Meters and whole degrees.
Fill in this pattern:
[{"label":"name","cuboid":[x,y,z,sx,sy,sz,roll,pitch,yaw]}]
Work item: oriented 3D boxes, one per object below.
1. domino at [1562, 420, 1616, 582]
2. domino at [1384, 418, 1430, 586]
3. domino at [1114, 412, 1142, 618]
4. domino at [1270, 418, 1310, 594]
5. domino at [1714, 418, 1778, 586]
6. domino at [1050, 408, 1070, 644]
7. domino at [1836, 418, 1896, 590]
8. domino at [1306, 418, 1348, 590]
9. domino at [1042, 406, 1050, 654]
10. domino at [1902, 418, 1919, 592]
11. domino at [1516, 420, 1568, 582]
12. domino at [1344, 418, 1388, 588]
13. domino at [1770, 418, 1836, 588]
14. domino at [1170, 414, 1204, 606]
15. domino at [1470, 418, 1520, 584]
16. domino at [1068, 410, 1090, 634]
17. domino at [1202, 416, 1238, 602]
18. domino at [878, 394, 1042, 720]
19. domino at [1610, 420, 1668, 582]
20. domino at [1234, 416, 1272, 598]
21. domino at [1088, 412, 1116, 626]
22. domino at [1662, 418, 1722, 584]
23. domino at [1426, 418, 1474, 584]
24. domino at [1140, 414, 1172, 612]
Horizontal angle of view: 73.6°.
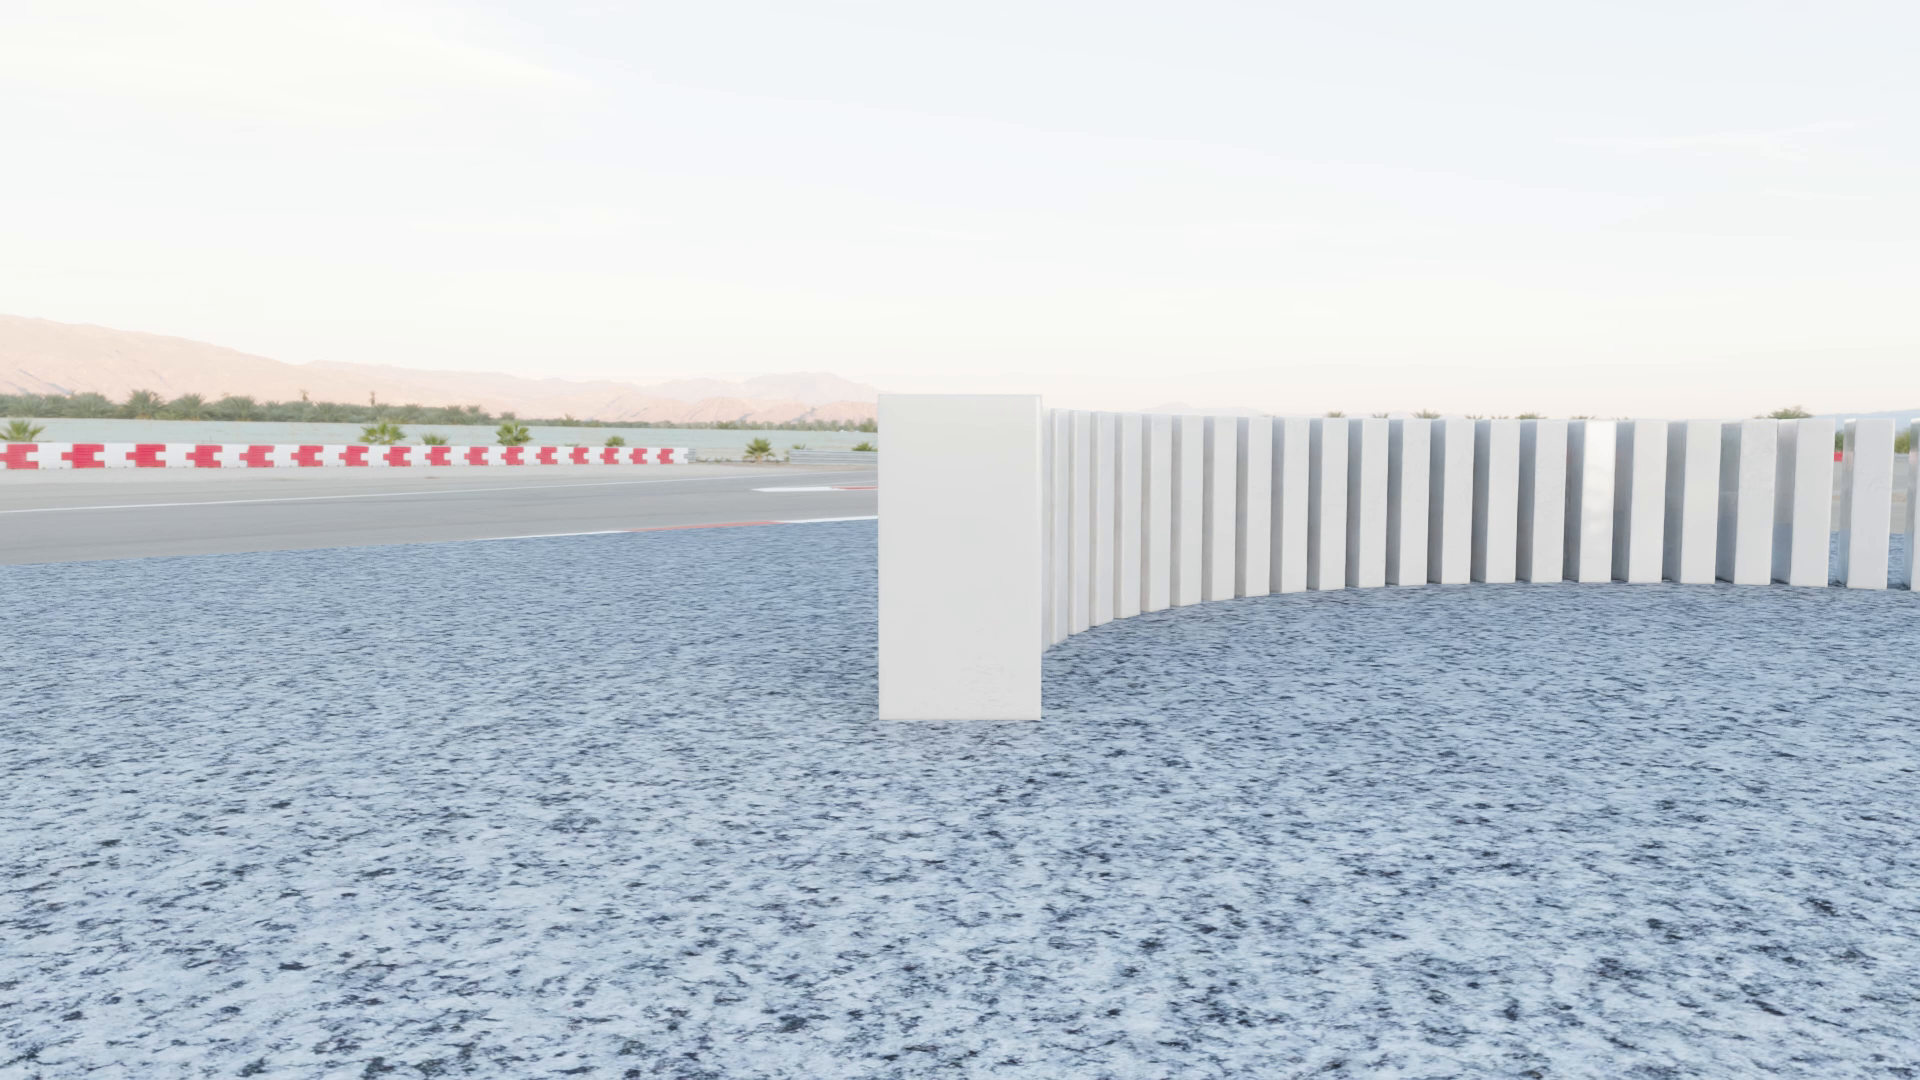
[{"label":"domino","cuboid":[0.196,-0.013,0.405,0.009,0.050,0.025,0,4,2]},{"label":"domino","cuboid":[0.133,-0.012,0.396,0.009,0.050,0.025,-1,4,-17]},{"label":"domino","cuboid":[0.032,-0.007,0.322,0.025,0.050,0.009,3,5,34]},{"label":"domino","cuboid":[0.089,-0.011,0.376,0.010,0.050,0.025,-3,5,-32]},{"label":"domino","cuboid":[0.243,-0.012,0.398,0.010,0.050,0.025,1,4,16]},{"label":"domino","cuboid":[0.010,-0.003,0.279,0.025,0.050,0.009,2,5,20]},{"label":"domino","cuboid":[0.272,-0.011,0.386,0.009,0.050,0.025,2,5,28]},{"label":"domino","cuboid":[0.103,-0.011,0.384,0.010,0.050,0.025,-2,5,-27]},{"label":"domino","cuboid":[0.005,-0.002,0.264,0.025,0.050,0.010,1,4,15]},{"label":"domino","cuboid":[0.286,-0.011,0.378,0.010,0.050,0.025,3,5,31]},{"label":"domino","cuboid":[0.180,-0.013,0.405,0.010,0.050,0.025,0,4,-3]},{"label":"domino","cuboid":[0.118,-0.012,0.391,0.010,0.050,0.025,-2,5,-22]},{"label":"domino","cuboid":[0.258,-0.012,0.393,0.009,0.050,0.025,2,5,21]},{"label":"domino","cuboid":[0.052,-0.008,0.346,0.025,0.050,0.009,4,6,44]},{"label":"domino","cuboid":[0.164,-0.013,0.403,0.009,0.050,0.025,-1,4,-8]},{"label":"domino","cuboid":[0.016,-0.004,0.294,0.025,0.050,0.009,2,5,25]},{"label":"domino","cuboid":[0.064,-0.009,0.357,0.010,0.050,0.025,-4,6,-41]},{"label":"domino","cuboid":[0.000,0.002,0.201,0.025,0.050,0.010,0,4,0]},{"label":"domino","cuboid":[0.212,-0.013,0.404,0.010,0.050,0.025,0,4,6]},{"label":"domino","cuboid":[0.076,-0.010,0.367,0.009,0.050,0.025,-3,5,-36]},{"label":"domino","cuboid":[0.024,-0.006,0.308,0.025,0.050,0.009,2,5,29]},{"label":"domino","cuboid":[0.227,-0.013,0.402,0.009,0.050,0.025,1,4,11]},{"label":"domino","cuboid":[0.148,-0.012,0.400,0.010,0.050,0.025,-1,4,-13]},{"label":"domino","cuboid":[0.042,-0.008,0.334,0.025,0.050,0.010,3,6,39]}]
